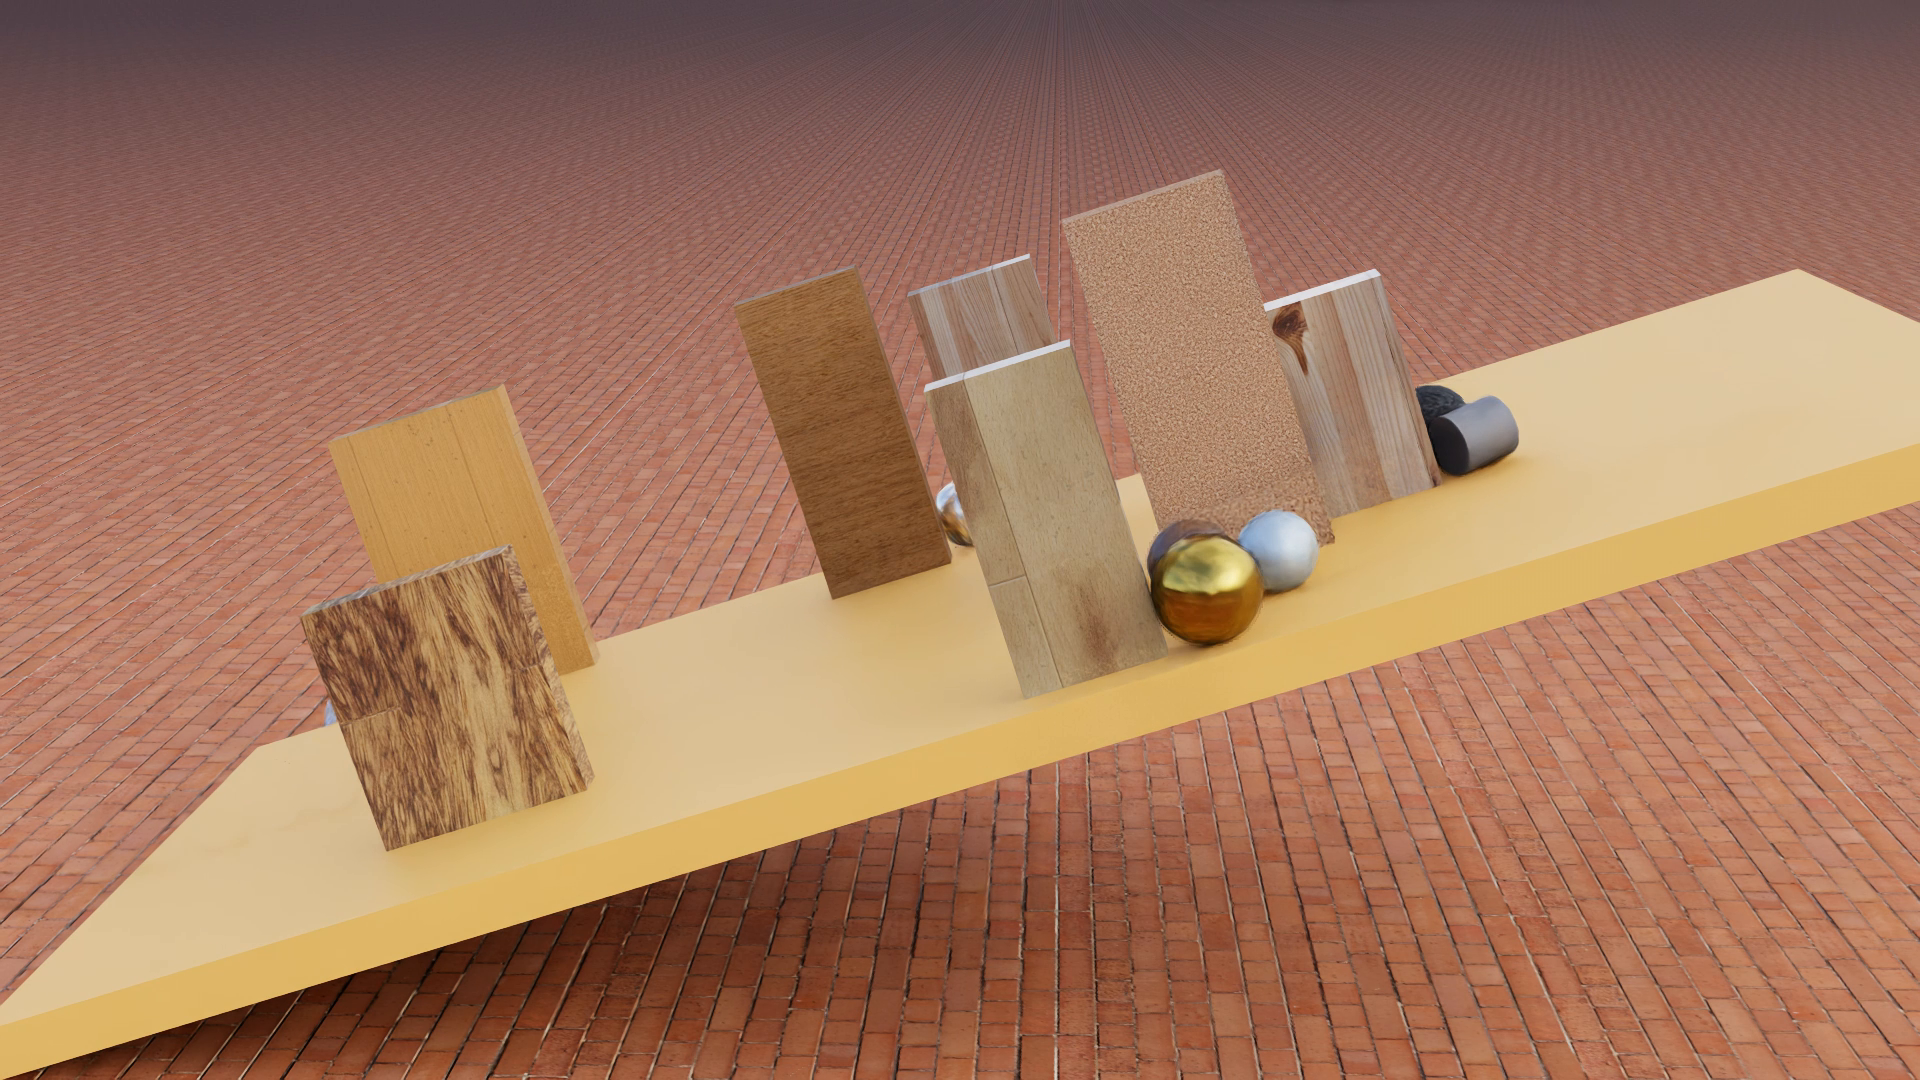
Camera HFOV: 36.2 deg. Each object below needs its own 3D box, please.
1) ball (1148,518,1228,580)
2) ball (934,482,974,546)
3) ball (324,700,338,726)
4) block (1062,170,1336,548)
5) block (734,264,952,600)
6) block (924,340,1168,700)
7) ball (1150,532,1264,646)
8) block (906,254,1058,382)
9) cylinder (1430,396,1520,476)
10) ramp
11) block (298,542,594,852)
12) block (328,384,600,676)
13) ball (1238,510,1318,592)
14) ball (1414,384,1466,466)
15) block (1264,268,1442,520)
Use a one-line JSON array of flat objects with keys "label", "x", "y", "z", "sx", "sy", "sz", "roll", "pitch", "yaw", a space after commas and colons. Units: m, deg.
[{"label": "ball", "x": 0.448, "y": 0.046, "z": 5.671, "sx": 0.173, "sy": 0.173, "sz": 0.173, "roll": 0, "pitch": 12, "yaw": 0}, {"label": "ball", "x": 0.013, "y": -0.066, "z": 7.031, "sx": 0.159, "sy": 0.159, "sz": 0.159, "roll": 0, "pitch": 12, "yaw": 0}, {"label": "ball", "x": -1.597, "y": 0.466, "z": 7.801, "sx": 0.173, "sy": 0.173, "sz": 0.173, "roll": 0, "pitch": 12, "yaw": 0}, {"label": "block", "x": 0.476, "y": -0.316, "z": 5.850, "sx": 0.328, "sy": 0.768, "sz": 0.109, "roll": -17, "pitch": 10, "yaw": 5}, {"label": "block", "x": -0.272, "y": -0.251, "z": 6.895, "sx": 0.294, "sy": 0.729, "sz": 0.088, "roll": -17, "pitch": 10, "yaw": 5}, {"label": "block", "x": 0.160, "y": -0.036, "z": 5.399, "sx": 0.277, "sy": 0.601, "sz": 0.093, "roll": -17, "pitch": 10, "yaw": 5}, {"label": "ball", "x": 0.449, "y": 0.089, "z": 5.357, "sx": 0.205, "sy": 0.205, "sz": 0.205, "roll": 0, "pitch": 12, "yaw": 0}, {"label": "block", "x": 0.121, "y": -0.270, "z": 6.503, "sx": 0.280, "sy": 0.664, "sz": 0.091, "roll": -17, "pitch": 10, "yaw": 5}, {"label": "cylinder", "x": 1.064, "y": -0.216, "z": 6.091, "sx": 0.130, "sy": 0.130, "sz": 0.130, "roll": -23, "pitch": 20, "yaw": -23}, {"label": "ramp", "x": 0.101, "y": 0.183, "z": 6.310, "sx": 4.000, "sy": 0.100, "sz": 2.000, "roll": -17, "pitch": 10, "yaw": 5}, {"label": "block", "x": -1.019, "y": 0.314, "z": 5.862, "sx": 0.427, "sy": 0.504, "sz": 0.100, "roll": -17, "pitch": 10, "yaw": 5}, {"label": "block", "x": -1.192, "y": 0.027, "z": 7.088, "sx": 0.432, "sy": 0.706, "sz": 0.087, "roll": -17, "pitch": 10, "yaw": 5}, {"label": "ball", "x": 0.603, "y": 0.021, "z": 5.587, "sx": 0.155, "sy": 0.155, "sz": 0.155, "roll": 0, "pitch": 12, "yaw": 0}, {"label": "ball", "x": 0.998, "y": -0.242, "z": 6.228, "sx": 0.172, "sy": 0.172, "sz": 0.172, "roll": 0, "pitch": 12, "yaw": 0}, {"label": "block", "x": 0.741, "y": -0.280, "z": 6.081, "sx": 0.388, "sy": 0.453, "sz": 0.119, "roll": -17, "pitch": 10, "yaw": 5}]
